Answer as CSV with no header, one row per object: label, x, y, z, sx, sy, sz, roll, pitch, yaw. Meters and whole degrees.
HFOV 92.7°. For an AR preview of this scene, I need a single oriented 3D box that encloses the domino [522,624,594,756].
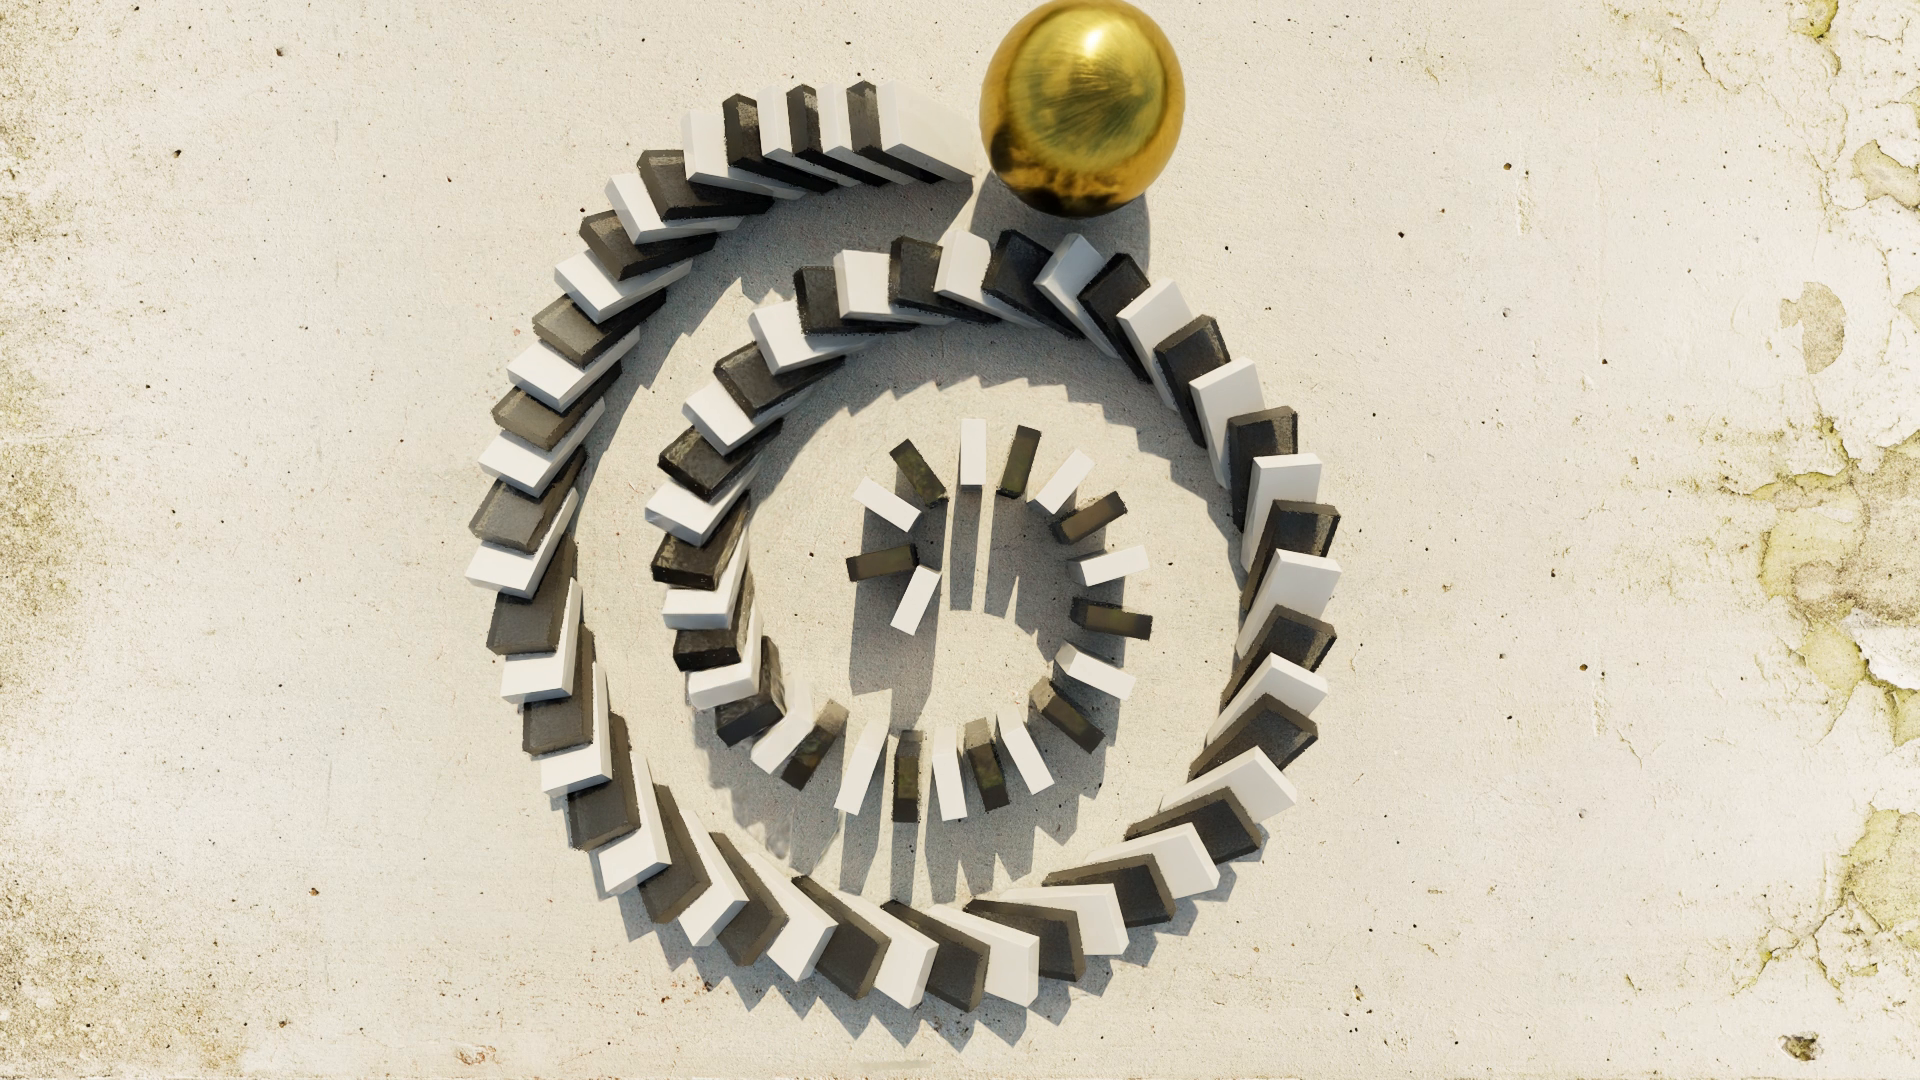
domino,-0.168,0.062,0.383,0.025,0.009,0.050,-15,60,1

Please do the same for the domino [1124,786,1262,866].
domino,0.097,0.124,0.383,0.050,0.009,0.025,-34,91,30

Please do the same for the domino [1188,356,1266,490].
domino,0.115,-0.048,0.383,0.025,0.010,0.050,-26,120,0

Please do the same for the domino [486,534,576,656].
domino,-0.179,0.022,0.383,0.025,0.009,0.050,-4,60,1

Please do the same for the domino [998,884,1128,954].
domino,0.043,0.159,0.384,0.050,0.009,0.025,-15,90,29

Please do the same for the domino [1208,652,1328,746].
domino,0.127,0.072,0.383,0.025,0.010,0.050,26,122,0

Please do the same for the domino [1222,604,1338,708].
domino,0.133,0.053,0.384,0.025,0.010,0.050,20,119,0

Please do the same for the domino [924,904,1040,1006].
domino,0.008,0.172,0.382,0.050,0.010,0.025,4,96,32

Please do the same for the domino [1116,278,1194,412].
domino,0.088,-0.081,0.382,0.025,0.009,0.050,-40,121,-3

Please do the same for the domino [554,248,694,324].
domino,-0.140,-0.113,0.382,0.025,0.009,0.050,45,56,0

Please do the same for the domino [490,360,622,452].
domino,-0.167,-0.062,0.382,0.025,0.010,0.050,28,58,1

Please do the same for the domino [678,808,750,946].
domino,-0.111,0.140,0.382,0.025,0.010,0.050,-48,56,1

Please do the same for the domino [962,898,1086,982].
domino,0.026,0.166,0.382,0.050,0.009,0.025,-8,93,33

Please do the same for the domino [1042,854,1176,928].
domino,0.062,0.149,0.384,0.050,0.010,0.025,-23,90,29

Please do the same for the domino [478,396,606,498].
domino,-0.174,-0.045,0.384,0.025,0.010,0.050,25,62,0

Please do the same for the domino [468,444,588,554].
domino,-0.180,-0.021,0.383,0.025,0.009,0.050,16,62,2

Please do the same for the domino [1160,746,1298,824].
domino,0.111,0.109,0.383,0.025,0.010,0.050,48,121,-2

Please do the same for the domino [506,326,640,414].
domino,-0.160,-0.078,0.382,0.025,0.009,0.050,31,58,3

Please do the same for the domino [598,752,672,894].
domino,-0.139,0.117,0.382,0.025,0.010,0.050,-31,58,6

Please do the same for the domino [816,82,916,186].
domino,-0.037,-0.166,0.377,0.009,0.050,0.025,-6,90,36

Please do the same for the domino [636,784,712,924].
domino,-0.125,0.130,0.381,0.025,0.010,0.050,-42,57,4

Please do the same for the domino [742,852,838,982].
domino,-0.077,0.157,0.384,0.050,0.010,0.025,29,90,28

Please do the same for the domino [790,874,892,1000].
domino,-0.055,0.165,0.383,0.050,0.009,0.025,24,90,30

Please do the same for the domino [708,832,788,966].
domino,-0.096,0.149,0.382,0.050,0.009,0.025,36,90,34

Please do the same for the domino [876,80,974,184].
domino,-0.013,-0.167,0.377,0.010,0.050,0.025,-6,90,36

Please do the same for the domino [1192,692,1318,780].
domino,0.122,0.088,0.382,0.025,0.009,0.050,31,122,-3

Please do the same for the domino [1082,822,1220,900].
domino,0.080,0.138,0.384,0.050,0.010,0.025,-28,90,29

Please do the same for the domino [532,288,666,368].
domino,-0.150,-0.096,0.383,0.025,0.010,0.050,37,58,0

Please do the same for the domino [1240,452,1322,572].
domino,0.133,-0.011,0.383,0.025,0.009,0.050,-5,121,-2

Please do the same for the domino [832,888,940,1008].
domino,-0.035,0.170,0.383,0.050,0.009,0.025,18,90,31

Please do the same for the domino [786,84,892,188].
domino,-0.049,-0.165,0.377,0.010,0.050,0.025,-6,90,36

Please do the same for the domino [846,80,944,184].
domino,-0.025,-0.167,0.377,0.010,0.050,0.025,-6,90,36

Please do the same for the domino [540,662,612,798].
domino,-0.161,0.079,0.383,0.025,0.010,0.050,-17,60,0

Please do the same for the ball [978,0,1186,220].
ball,0.047,-0.168,0.360,0.080,0.080,0.080,0,90,0

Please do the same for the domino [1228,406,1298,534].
domino,0.127,-0.029,0.384,0.025,0.010,0.050,-12,119,0

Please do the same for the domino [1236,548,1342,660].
domino,0.136,0.029,0.383,0.025,0.010,0.050,11,120,-3

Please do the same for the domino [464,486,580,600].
domino,-0.183,-0.002,0.384,0.025,0.010,0.050,13,62,0

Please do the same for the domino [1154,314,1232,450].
domino,0.102,-0.065,0.383,0.025,0.009,0.050,-34,121,-2

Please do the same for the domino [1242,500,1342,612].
domino,0.137,0.008,0.383,0.025,0.009,0.050,5,120,-4

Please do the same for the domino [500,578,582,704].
domino,-0.175,0.042,0.383,0.025,0.010,0.050,-9,60,1

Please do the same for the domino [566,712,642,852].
domino,-0.150,0.100,0.382,0.025,0.010,0.050,-25,59,4

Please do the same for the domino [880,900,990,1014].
domino,-0.013,0.173,0.382,0.050,0.009,0.025,12,94,31
